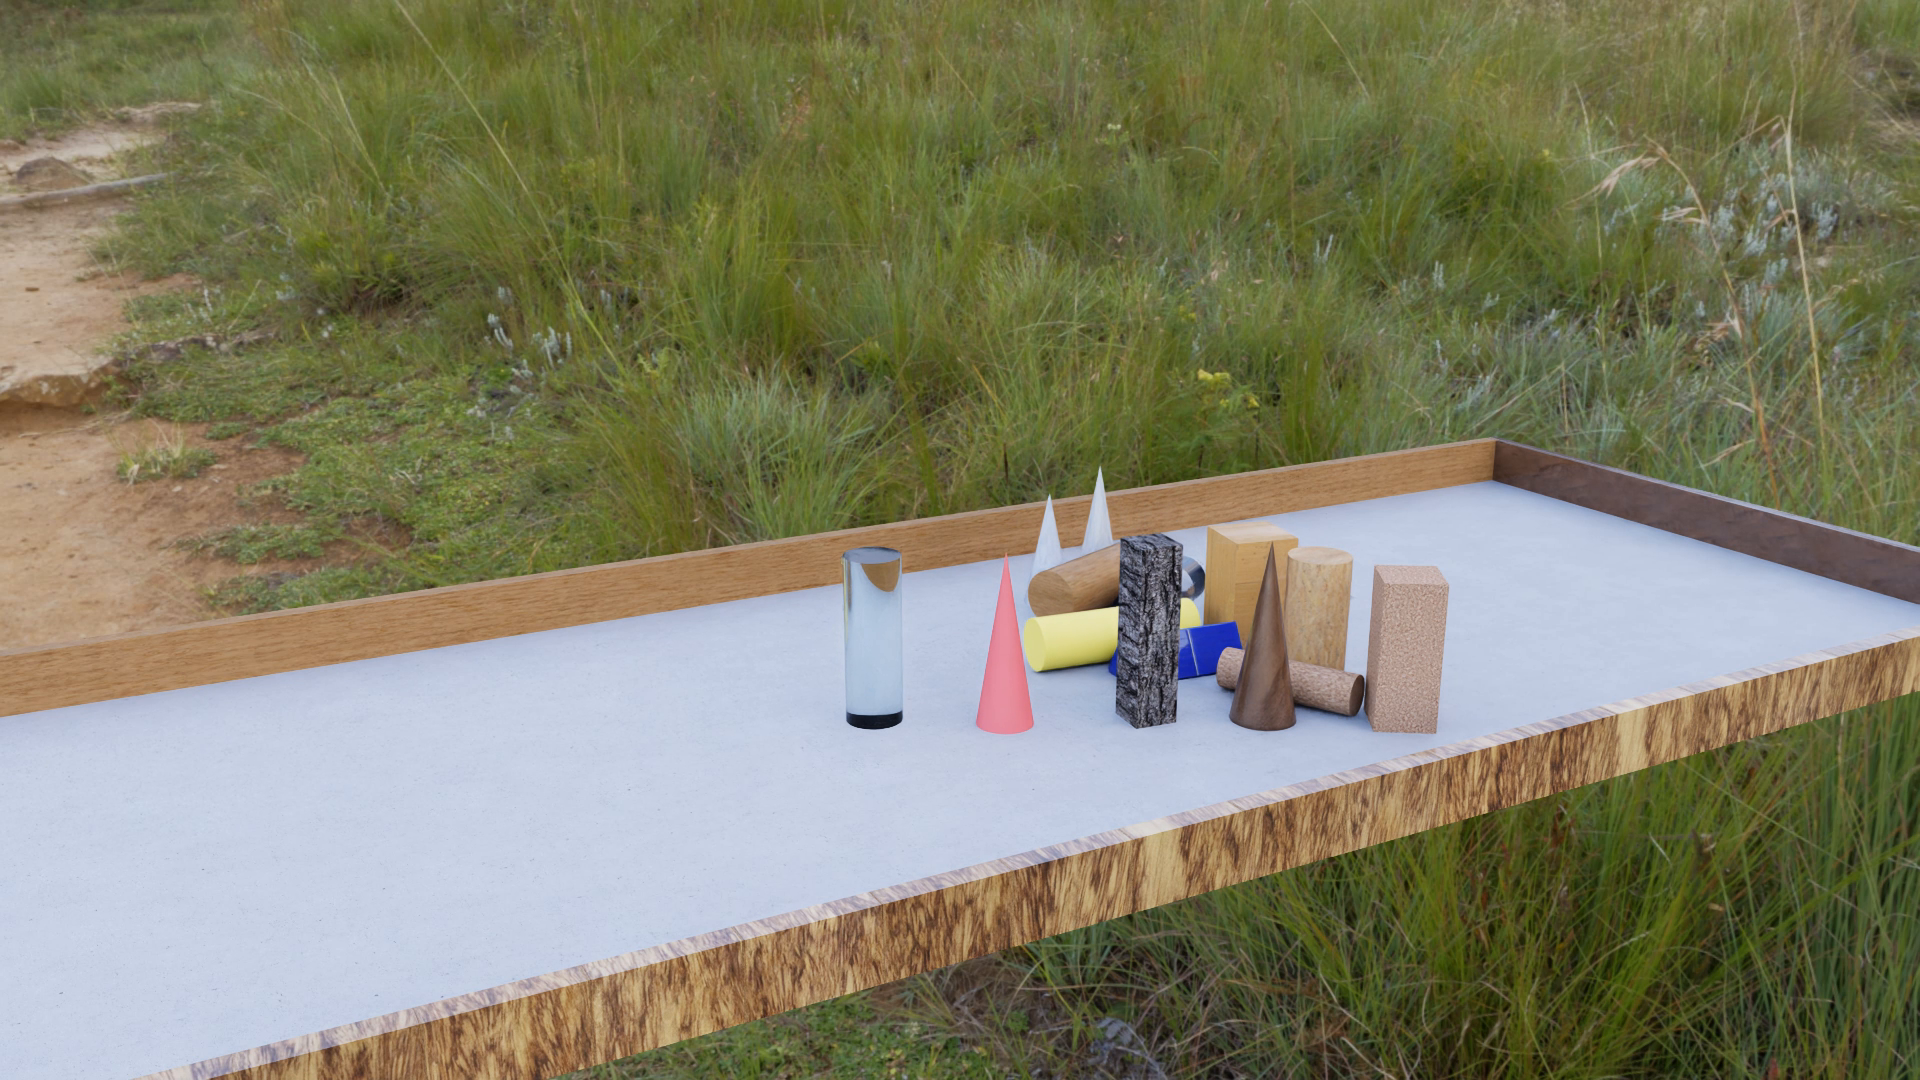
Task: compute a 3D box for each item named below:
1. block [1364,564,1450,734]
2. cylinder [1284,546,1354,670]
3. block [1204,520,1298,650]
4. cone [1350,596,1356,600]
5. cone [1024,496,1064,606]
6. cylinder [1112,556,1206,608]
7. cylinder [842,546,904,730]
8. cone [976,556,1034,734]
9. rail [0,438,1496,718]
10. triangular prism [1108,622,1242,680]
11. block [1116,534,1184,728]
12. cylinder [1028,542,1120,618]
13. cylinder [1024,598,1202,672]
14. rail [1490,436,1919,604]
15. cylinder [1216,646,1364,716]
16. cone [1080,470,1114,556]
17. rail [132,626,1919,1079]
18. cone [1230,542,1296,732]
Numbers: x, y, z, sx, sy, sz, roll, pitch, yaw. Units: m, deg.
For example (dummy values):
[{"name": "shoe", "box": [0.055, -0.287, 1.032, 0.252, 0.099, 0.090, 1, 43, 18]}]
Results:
[{"name": "block", "box": [1.039, 0.254, 3.847, 0.144, 0.363, 0.144, 1, 16, 4]}, {"name": "cylinder", "box": [0.879, 0.199, 4.076, 0.157, 0.338, 0.157, 1, 16, 0]}, {"name": "block", "box": [0.764, 0.131, 4.351, 0.174, 0.315, 0.174, -5, 17, -16]}, {"name": "cone", "box": [0.943, 0.147, 4.703, 0.454, 0.175, 0.175, 6, 14, -20]}, {"name": "cone", "box": [0.253, 0.022, 4.704, 0.137, 0.324, 0.137, 0, 16, 0]}, {"name": "cylinder", "box": [0.557, 0.155, 4.591, 0.135, 0.135, 0.359, 9, 19, 28]}, {"name": "cylinder", "box": [-0.203, 0.229, 3.857, 0.136, 0.405, 0.136, 0, 16, 0]}, {"name": "cone", "box": [0.106, 0.229, 3.829, 0.137, 0.421, 0.137, 0, 16, 0]}, {"name": "rail", "box": [-3.305, 0.497, 3.399, 12.000, 0.150, 0.050, -9, 18, -27]}, {"name": "triangular prism", "box": [0.557, 0.279, 4.202, 0.333, 0.108, 0.125, -7, 18, -22]}, {"name": "block", "box": [0.441, 0.212, 3.857, 0.106, 0.437, 0.106, -7, 18, -21]}, {"name": "cylinder", "box": [0.387, 0.115, 4.681, 0.158, 0.158, 0.430, 13, 21, 38]}, {"name": "cylinder", "box": [0.397, 0.244, 4.283, 0.446, 0.137, 0.137, -6, 18, -21]}, {"name": "rail", "box": [2.466, -0.048, 5.253, 0.050, 0.150, 2.100, -9, 18, -27]}, {"name": "cylinder", "box": [0.801, 0.343, 4.009, 0.342, 0.102, 0.102, 11, 19, 32]}, {"name": "cone", "box": [0.411, -0.048, 4.879, 0.134, 0.360, 0.134, 0, 16, 0]}, {"name": "rail", "box": [-2.336, 1.006, 1.665, 12.000, 0.150, 0.050, -9, 18, -27]}, {"name": "cone", "box": [0.718, 0.211, 3.852, 0.158, 0.443, 0.158, 0, 16, 0]}]
